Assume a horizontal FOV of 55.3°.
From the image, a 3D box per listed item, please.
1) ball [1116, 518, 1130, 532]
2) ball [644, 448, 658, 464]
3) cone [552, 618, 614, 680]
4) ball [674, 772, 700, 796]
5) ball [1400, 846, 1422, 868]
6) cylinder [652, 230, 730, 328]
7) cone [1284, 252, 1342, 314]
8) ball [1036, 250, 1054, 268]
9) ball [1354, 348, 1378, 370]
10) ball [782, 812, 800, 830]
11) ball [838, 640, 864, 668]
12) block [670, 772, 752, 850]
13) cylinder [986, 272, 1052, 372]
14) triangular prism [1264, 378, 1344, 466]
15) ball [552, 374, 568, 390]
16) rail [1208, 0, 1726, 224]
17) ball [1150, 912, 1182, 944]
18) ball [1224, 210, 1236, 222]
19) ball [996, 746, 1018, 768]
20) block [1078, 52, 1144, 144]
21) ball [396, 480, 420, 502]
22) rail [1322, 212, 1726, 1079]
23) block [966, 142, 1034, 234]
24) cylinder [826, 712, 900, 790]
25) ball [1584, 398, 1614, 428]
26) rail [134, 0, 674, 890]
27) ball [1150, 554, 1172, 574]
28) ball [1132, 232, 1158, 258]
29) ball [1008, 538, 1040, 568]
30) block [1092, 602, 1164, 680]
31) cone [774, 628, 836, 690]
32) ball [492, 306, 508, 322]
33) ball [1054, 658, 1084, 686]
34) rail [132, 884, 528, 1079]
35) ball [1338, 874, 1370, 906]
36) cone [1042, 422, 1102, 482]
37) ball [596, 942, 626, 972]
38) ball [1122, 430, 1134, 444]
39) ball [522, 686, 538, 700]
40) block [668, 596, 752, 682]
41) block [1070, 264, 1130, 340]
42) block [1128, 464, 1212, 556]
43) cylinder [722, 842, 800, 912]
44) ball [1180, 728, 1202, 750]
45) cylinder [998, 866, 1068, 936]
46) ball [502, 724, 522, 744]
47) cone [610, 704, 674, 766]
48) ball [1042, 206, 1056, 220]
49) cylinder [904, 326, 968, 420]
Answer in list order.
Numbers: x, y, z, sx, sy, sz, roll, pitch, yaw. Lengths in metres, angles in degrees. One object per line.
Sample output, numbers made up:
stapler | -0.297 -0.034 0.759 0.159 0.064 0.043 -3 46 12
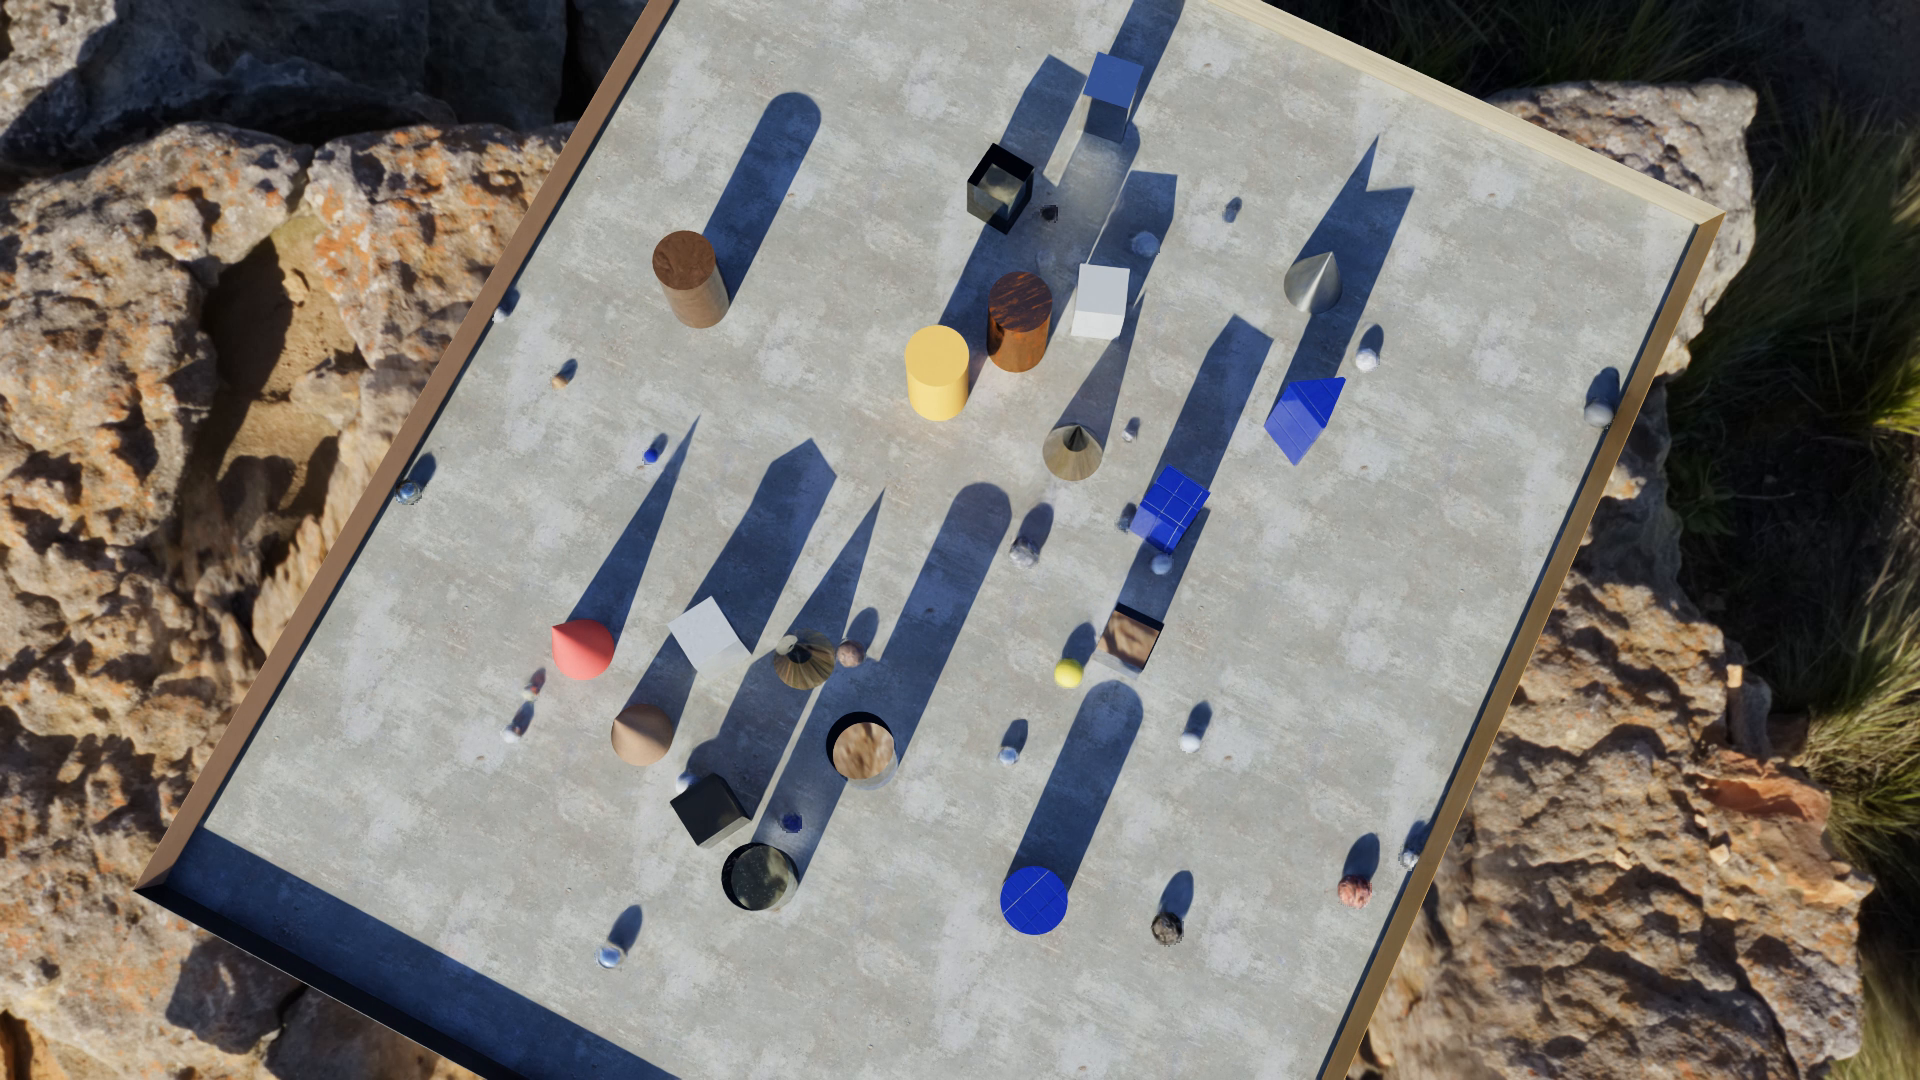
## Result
ball | 0.499 -0.046 5.604 0.042 0.042 0.042 0 78 0
ball | -0.951 -0.259 5.647 0.046 0.046 0.046 0 78 0
cone | -1.140 0.286 5.332 0.187 0.442 0.187 0 78 0
ball | -0.806 0.727 5.427 0.077 0.077 0.077 0 78 0
ball | 1.328 0.934 5.392 0.060 0.060 0.060 0 78 0
cylinder | -0.817 -0.791 5.596 0.187 0.361 0.187 0 78 0
cone | 1.115 -0.834 5.632 0.187 0.307 0.187 0 78 0
ball | 0.270 -0.885 5.770 0.058 0.058 0.058 0 78 0
ball | 1.262 -0.561 5.697 0.069 0.069 0.069 0 78 0
ball | -0.498 0.832 5.417 0.054 0.054 0.054 0 78 0
ball | -0.327 0.341 5.503 0.083 0.083 0.083 0 78 0
block | -0.722 0.789 5.325 0.150 0.251 0.150 -33 80 -7
cylinder | 0.176 -0.655 5.546 0.187 0.403 0.187 0 78 0
triangular prism | 1.047 -0.378 5.464 0.141 0.451 0.162 -35 80 -7
ball | -1.244 -0.491 5.694 0.048 0.048 0.048 0 78 0
rail | 0.883 -1.722 5.909 3.342 0.122 0.045 26 80 5
ball | 0.601 1.129 5.336 0.091 0.091 0.091 0 78 0
ball | 0.855 -1.027 5.807 0.042 0.042 0.042 0 78 0
ball | 0.140 0.646 5.449 0.067 0.067 0.067 0 78 0
block | 0.472 -1.390 5.771 0.150 0.260 0.150 19 79 4
ball | -1.690 -0.150 5.611 0.071 0.071 0.071 0 78 0
rail | 1.474 0.728 5.403 0.045 0.122 3.995 26 80 5
block | 0.125 -1.093 5.718 0.150 0.245 0.150 32 80 6
cylinder | -0.276 0.610 5.263 0.187 0.446 0.187 0 78 0
ball | 1.969 -0.391 5.651 0.091 0.091 0.091 0 78 0
rail | -1.474 -0.715 5.701 0.045 0.122 3.995 26 80 5
ball | 0.611 0.073 5.568 0.066 0.066 0.066 0 78 0
ball | 0.581 -0.929 5.766 0.084 0.084 0.084 0 78 0
ball | 0.194 0.038 5.561 0.092 0.092 0.092 0 78 0
block | 0.496 0.302 5.436 0.150 0.231 0.150 25 79 5
cone | -0.471 0.327 5.387 0.187 0.316 0.187 0 78 0
ball | -1.438 -0.708 5.738 0.049 0.049 0.049 0 78 0
ball | 0.326 0.396 5.491 0.086 0.086 0.086 0 78 0
rail | -0.883 1.735 5.194 3.342 0.122 0.045 26 80 5
ball | 1.151 1.025 5.357 0.094 0.094 0.094 0 78 0
cone | 0.349 -0.305 5.519 0.187 0.313 0.187 0 78 0
ball | -1.015 1.211 5.324 0.082 0.082 0.082 0 78 0
ball | 0.520 -0.318 5.662 0.040 0.040 0.040 0 78 0
ball | -1.291 0.458 5.499 0.044 0.044 0.044 0 78 0
block | -0.734 0.294 5.389 0.150 0.327 0.150 -33 80 -6
block | 0.430 -0.731 5.646 0.150 0.238 0.150 6 78 1
block | 0.623 -0.085 5.462 0.150 0.336 0.150 35 80 7
cylinder | -0.568 0.967 5.244 0.187 0.338 0.187 0 78 0
ball | 0.690 0.594 5.460 0.066 0.066 0.066 0 78 0
cylinder | 0.205 1.032 5.234 0.187 0.330 0.187 0 78 0
ball | -1.335 0.579 5.468 0.057 0.057 0.057 0 78 0
cone | -0.953 0.538 5.274 0.187 0.452 0.187 0 78 0
ball | 0.283 -1.034 5.808 0.044 0.044 0.044 0 78 0
cylinder | -0.067 -0.499 5.528 0.187 0.374 0.187 0 78 0
